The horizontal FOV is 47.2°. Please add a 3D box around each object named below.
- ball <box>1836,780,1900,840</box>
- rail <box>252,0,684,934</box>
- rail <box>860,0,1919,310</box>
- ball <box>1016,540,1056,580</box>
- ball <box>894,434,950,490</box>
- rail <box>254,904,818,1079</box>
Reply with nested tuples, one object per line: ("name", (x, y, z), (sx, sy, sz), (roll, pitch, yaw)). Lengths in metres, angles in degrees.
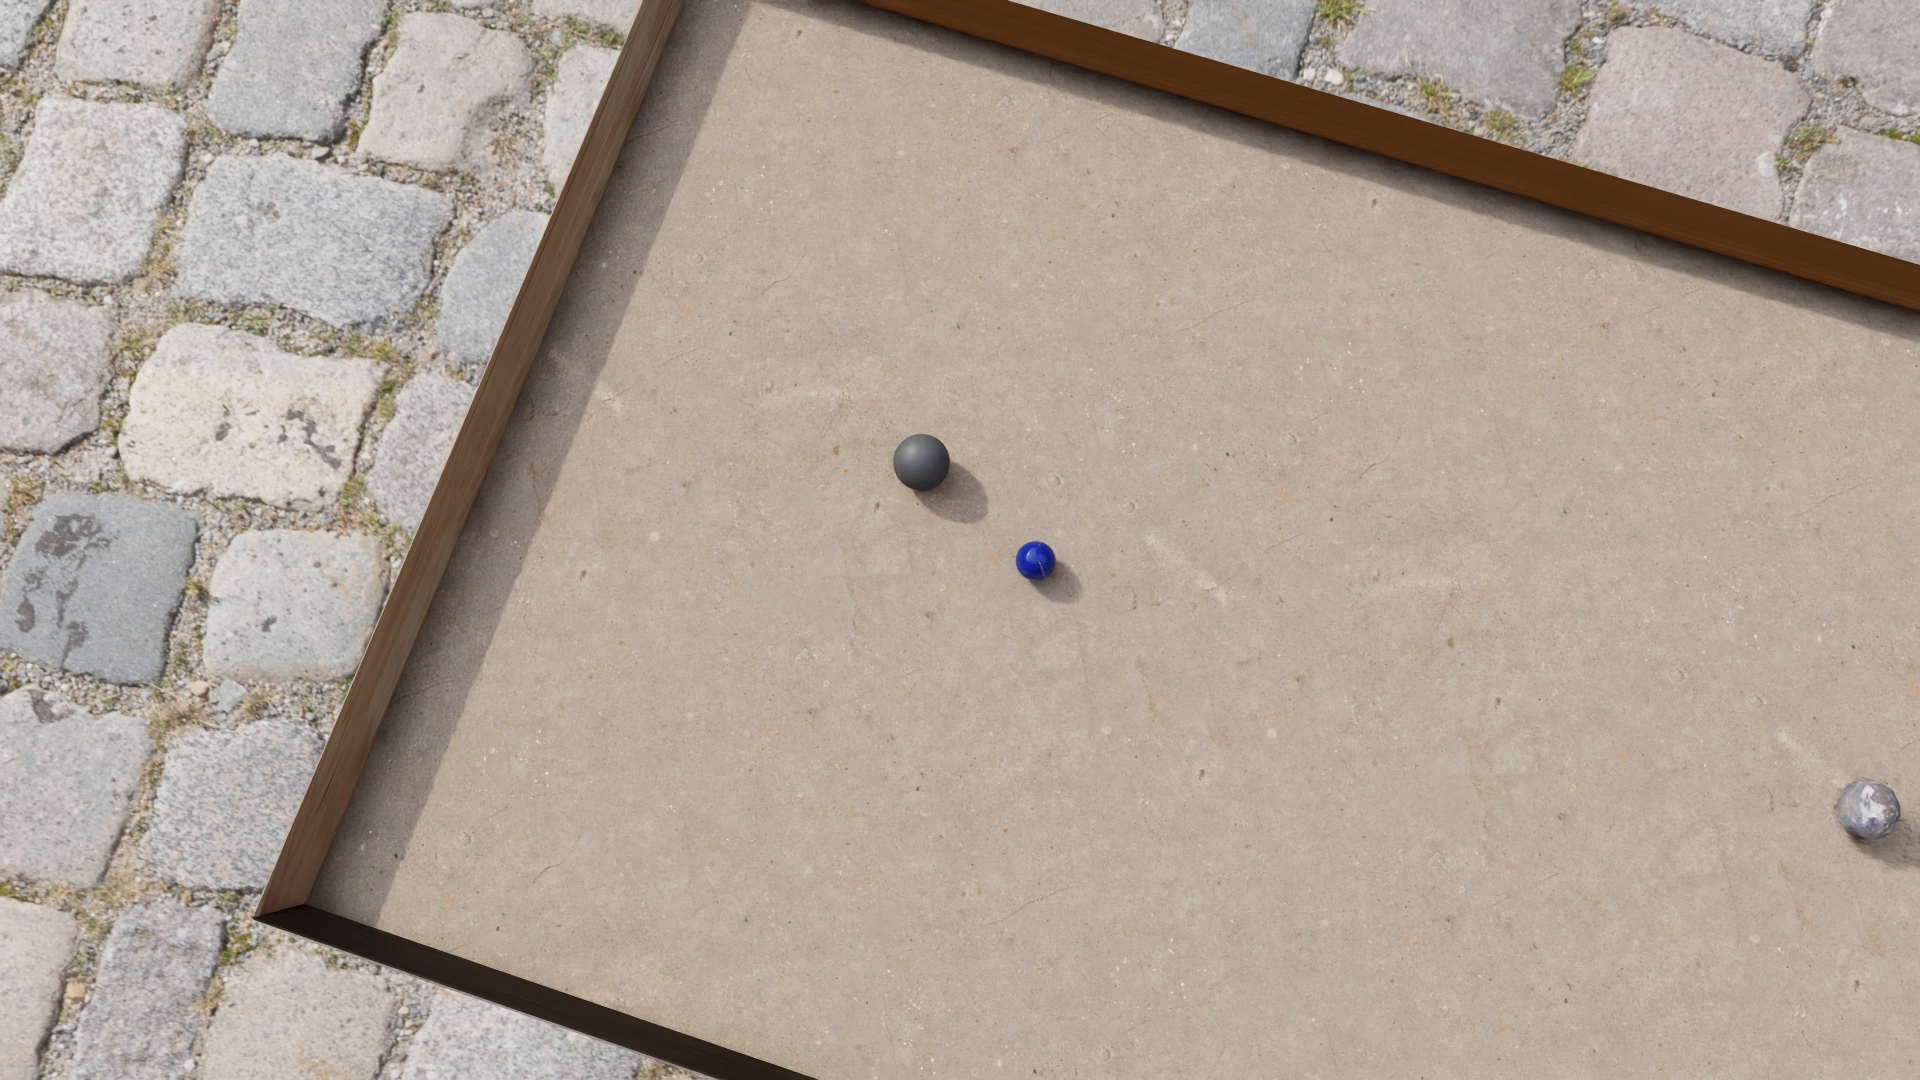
("ball", (1.344, 0.399, 3.256), (0.089, 0.089, 0.089), (0, 72, 0))
("rail", (-0.713, -0.231, 3.440), (0.045, 0.115, 1.758), (17, 73, 5))
("rail", (1.004, -0.549, 3.541), (3.098, 0.115, 0.045), (17, 73, 5))
("ball", (0.116, 0.032, 3.386), (0.062, 0.062, 0.062), (0, 72, 0))
("ball", (-0.060, -0.121, 3.420), (0.089, 0.089, 0.089), (0, 72, 0))
("rail", (0.467, 1.000, 3.051), (3.098, 0.115, 0.045), (17, 73, 5))
